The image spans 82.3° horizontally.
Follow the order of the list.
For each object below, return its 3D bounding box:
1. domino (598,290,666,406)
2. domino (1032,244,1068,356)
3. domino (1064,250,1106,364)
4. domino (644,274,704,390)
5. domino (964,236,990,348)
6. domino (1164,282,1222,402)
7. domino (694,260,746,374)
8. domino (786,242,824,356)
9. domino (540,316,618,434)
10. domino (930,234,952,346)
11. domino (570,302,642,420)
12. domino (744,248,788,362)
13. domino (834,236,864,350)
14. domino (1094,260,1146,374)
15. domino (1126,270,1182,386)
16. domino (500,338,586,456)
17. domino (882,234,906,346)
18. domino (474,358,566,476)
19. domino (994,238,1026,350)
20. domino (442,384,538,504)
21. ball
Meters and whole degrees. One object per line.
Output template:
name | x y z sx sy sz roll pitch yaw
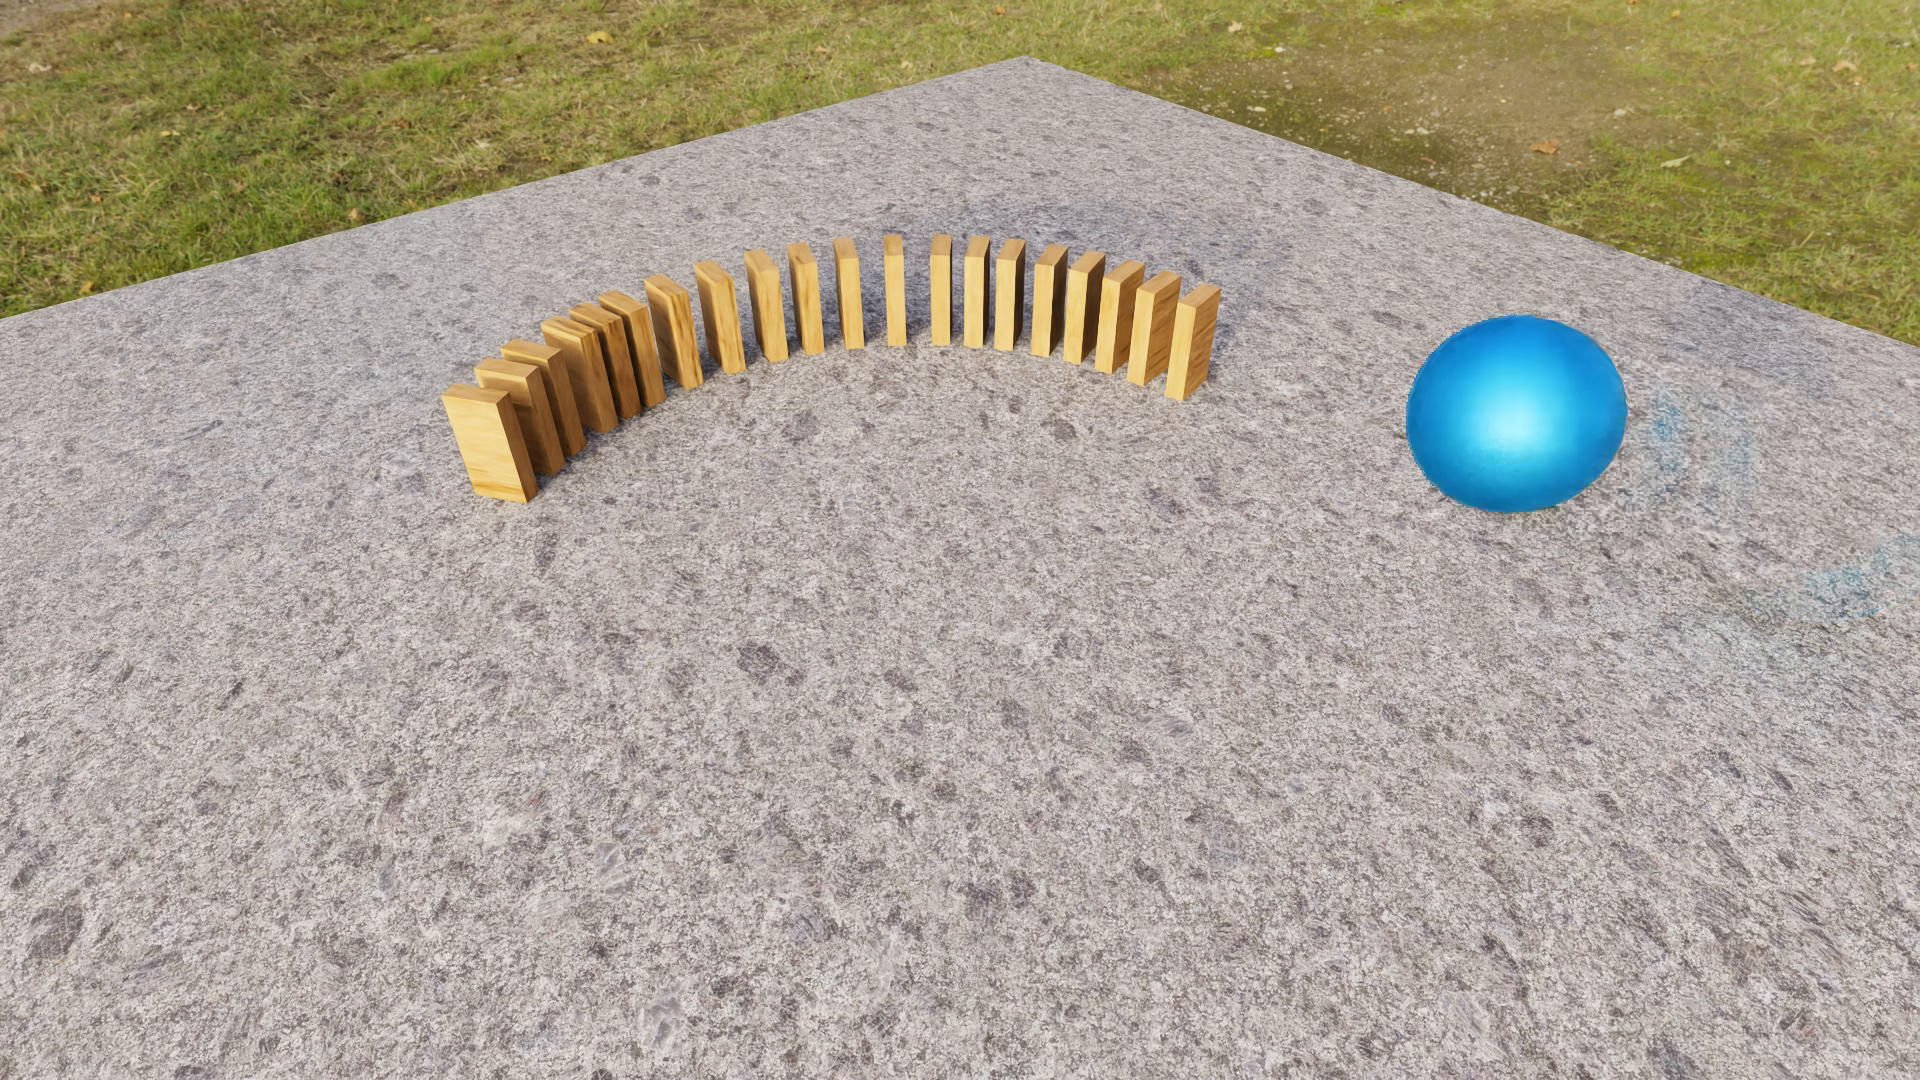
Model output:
domino | -0.155 -0.091 0.522 0.025 0.050 0.009 29 48 31
domino | 0.046 -0.122 0.560 0.009 0.050 0.025 14 41 16
domino | 0.063 -0.117 0.554 0.010 0.050 0.025 18 42 20
domino | -0.139 -0.101 0.535 0.009 0.050 0.025 -29 47 -30
domino | 0.009 -0.128 0.568 0.009 0.050 0.025 6 40 7
domino | 0.111 -0.095 0.527 0.009 0.050 0.025 26 46 28
domino | -0.119 -0.111 0.546 0.009 0.050 0.025 -23 44 -25
domino | -0.079 -0.123 0.562 0.010 0.050 0.025 -12 41 -15
domino | -0.174 -0.075 0.503 0.025 0.050 0.010 22 44 24
domino | -0.009 -0.129 0.569 0.009 0.050 0.025 2 39 2
domino | -0.165 -0.083 0.513 0.025 0.050 0.009 25 46 28
domino | -0.098 -0.118 0.556 0.009 0.050 0.025 -17 42 -19
domino | -0.057 -0.127 0.566 0.010 0.050 0.025 -8 40 -9
domino | 0.079 -0.111 0.547 0.009 0.050 0.025 24 45 27
domino | 0.095 -0.103 0.537 0.009 0.050 0.025 27 47 29
domino | -0.184 -0.063 0.488 0.025 0.050 0.009 15 42 18
domino | -0.034 -0.129 0.569 0.009 0.050 0.025 -3 39 -3
domino | -0.190 -0.053 0.476 0.025 0.050 0.010 11 41 14
domino | 0.026 -0.126 0.565 0.009 0.050 0.025 9 40 11
domino | -0.196 -0.040 0.460 0.025 0.050 0.009 10 40 11
ball | 0.226 -0.051 0.450 0.080 0.080 0.080 0 39 0
